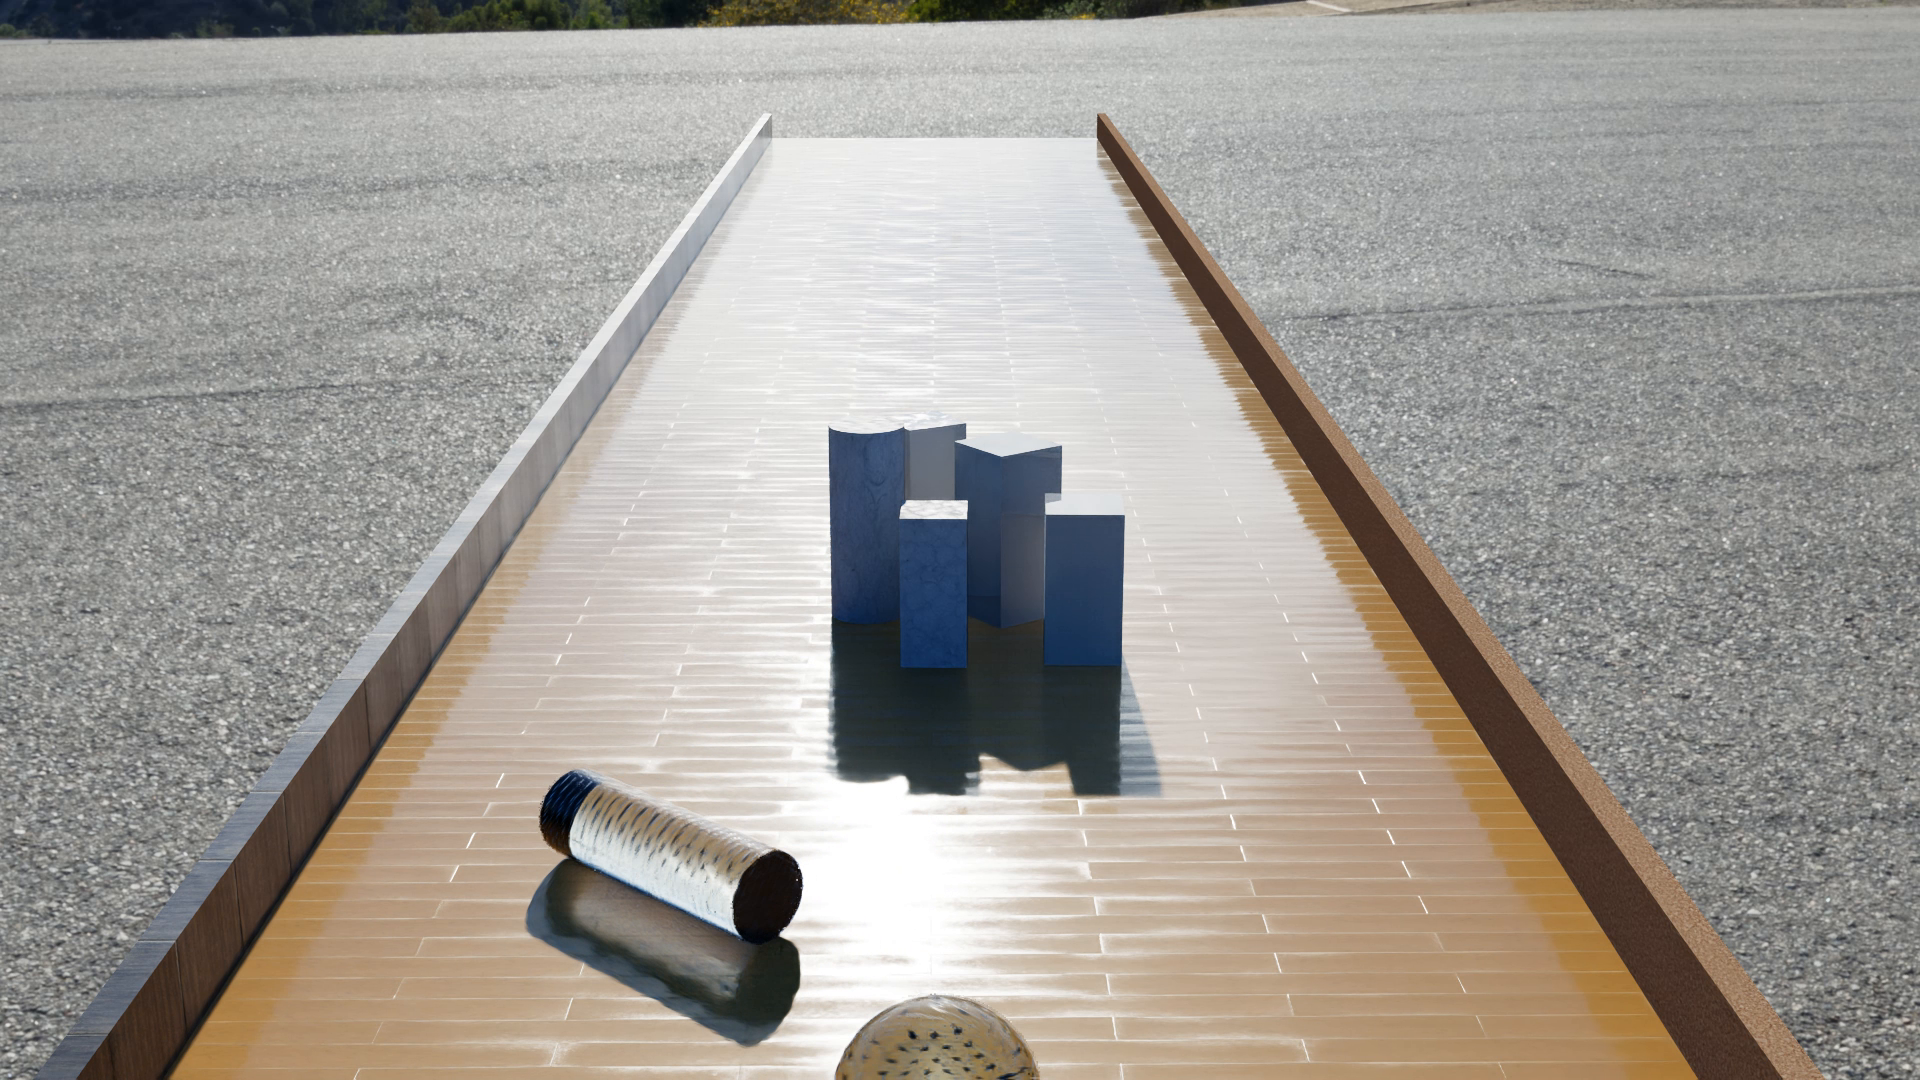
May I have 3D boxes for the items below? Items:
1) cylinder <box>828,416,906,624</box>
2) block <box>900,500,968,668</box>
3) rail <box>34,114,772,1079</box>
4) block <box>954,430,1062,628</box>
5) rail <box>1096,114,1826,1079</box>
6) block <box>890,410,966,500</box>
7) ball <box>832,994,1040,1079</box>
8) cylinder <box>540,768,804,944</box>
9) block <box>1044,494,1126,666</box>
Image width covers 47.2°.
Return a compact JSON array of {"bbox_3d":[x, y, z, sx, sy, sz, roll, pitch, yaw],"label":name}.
[{"bbox_3d":[-0.195,-0.044,4.649,0.160,0.413,0.160,0,17,0],"label":"cylinder"},{"bbox_3d":[-0.051,0.087,4.394,0.132,0.308,0.132,0,17,1],"label":"block"},{"bbox_3d":[-1.118,-0.838,7.780,0.050,0.150,12.000,0,17,-1],"label":"rail"},{"bbox_3d":[0.101,-0.024,4.655,0.161,0.372,0.161,-12,20,-35],"label":"block"},{"bbox_3d":[0.932,-0.844,7.801,0.050,0.150,12.000,0,17,-1],"label":"rail"},{"bbox_3d":[-0.081,-0.088,4.884,0.140,0.365,0.140,-9,19,-28],"label":"block"},{"bbox_3d":[-0.027,0.659,2.571,0.250,0.250,0.250,0,17,0],"label":"ball"},{"bbox_3d":[-0.448,0.478,3.369,0.459,0.141,0.141,15,22,41],"label":"cylinder"},{"bbox_3d":[0.247,0.078,4.416,0.155,0.312,0.155,0,17,1],"label":"block"}]
